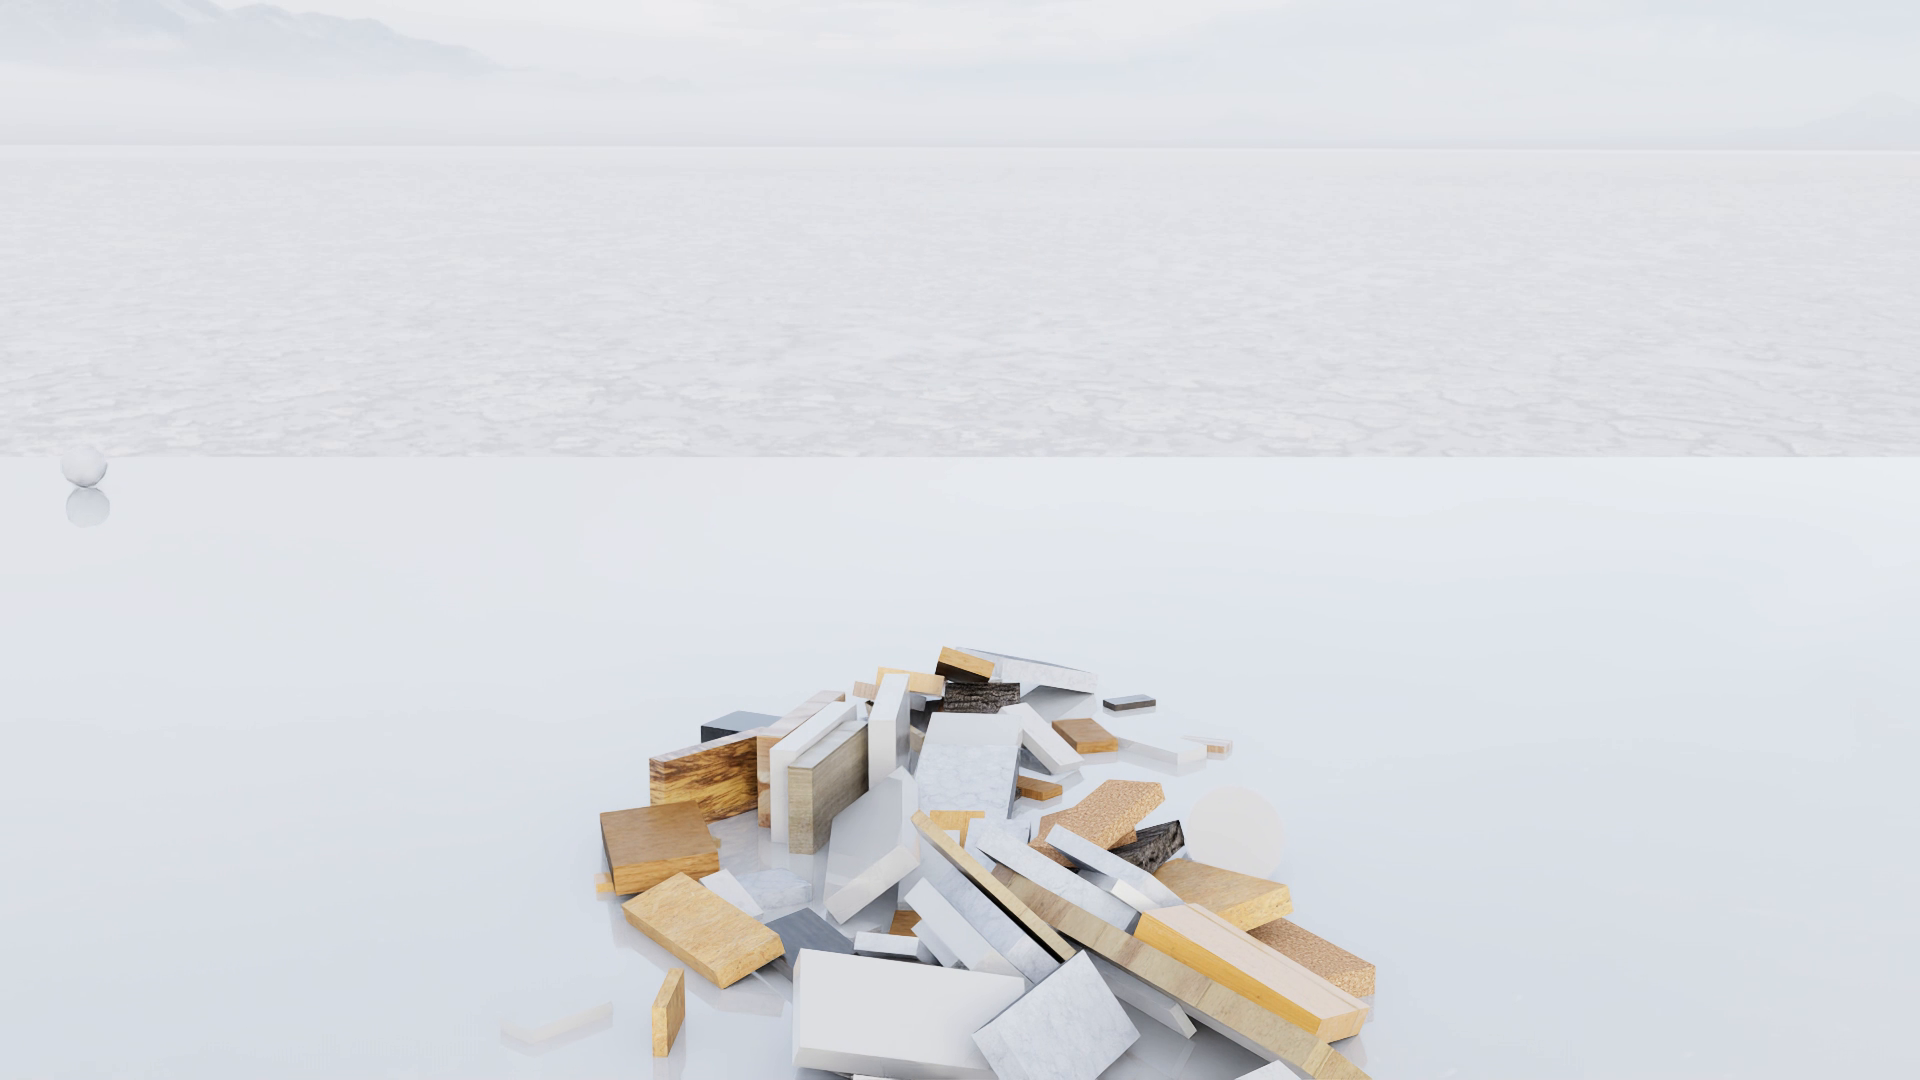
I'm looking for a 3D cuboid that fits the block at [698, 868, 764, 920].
[{"bbox_3d":[-0.369,0.578,3.543,0.054,0.015,0.108,-16,46,-39],"label":"block"}]

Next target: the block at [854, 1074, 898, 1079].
[{"bbox_3d":[-0.065,0.701,2.795,0.092,0.026,0.184,3,-14,17],"label":"block"}]

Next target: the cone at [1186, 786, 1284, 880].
[{"bbox_3d":[0.451,0.526,3.800,0.173,0.173,0.173,-2,-16,-11],"label":"cone"}]

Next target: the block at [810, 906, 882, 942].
[{"bbox_3d":[-0.202,0.614,3.483,0.142,0.020,0.071,8,13,38],"label":"block"}]

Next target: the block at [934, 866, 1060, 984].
[{"bbox_3d":[0.078,0.594,3.262,0.044,0.154,0.309,-48,21,-6],"label":"block"}]

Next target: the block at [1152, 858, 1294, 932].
[{"bbox_3d":[0.366,0.560,3.431,0.152,0.043,0.303,-16,8,-26],"label":"block"}]

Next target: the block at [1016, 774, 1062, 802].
[{"bbox_3d":[0.130,0.476,4.235,0.123,0.017,0.062,9,14,39],"label":"block"}]

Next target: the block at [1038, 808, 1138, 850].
[{"bbox_3d":[0.218,0.496,3.779,0.159,0.045,0.318,-17,-1,3],"label":"block"}]

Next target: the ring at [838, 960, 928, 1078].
[{"bbox_3d":[-0.094,0.661,3.033,0.276,0.092,0.276,3,13,-1],"label":"ring"}]

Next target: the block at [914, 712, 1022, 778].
[{"bbox_3d":[0.013,0.433,4.173,0.178,0.050,0.355,1,23,7],"label":"block"}]

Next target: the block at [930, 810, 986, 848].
[{"bbox_3d":[-0.011,0.530,3.730,0.095,0.027,0.190,0,32,5],"label":"block"}]

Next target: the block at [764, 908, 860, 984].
[{"bbox_3d":[-0.235,0.623,3.353,0.103,0.029,0.207,-18,17,-23],"label":"block"}]

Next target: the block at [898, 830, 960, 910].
[{"bbox_3d":[-0.050,0.549,3.642,0.095,0.027,0.190,0,30,3],"label":"block"}]

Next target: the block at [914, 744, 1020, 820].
[{"bbox_3d":[0.003,0.474,3.944,0.178,0.050,0.356,1,23,6],"label":"block"}]

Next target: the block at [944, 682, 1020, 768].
[{"bbox_3d":[0.043,0.383,4.442,0.155,0.044,0.310,0,26,2],"label":"block"}]

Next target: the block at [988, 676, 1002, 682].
[{"bbox_3d":[0.039,0.324,5.060,0.105,0.015,0.053,-3,11,-18],"label":"block"}]

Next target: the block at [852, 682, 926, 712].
[{"bbox_3d":[-0.150,0.336,4.726,0.112,0.032,0.223,10,-5,12],"label":"block"}]

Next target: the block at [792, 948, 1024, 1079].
[{"bbox_3d":[-0.065,0.635,2.903,0.309,0.044,0.154,10,41,-12],"label":"block"}]

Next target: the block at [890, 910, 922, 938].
[{"bbox_3d":[-0.073,0.618,3.463,0.071,0.020,0.142,1,11,4],"label":"block"}]

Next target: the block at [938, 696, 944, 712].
[{"bbox_3d":[0.028,0.391,4.620,0.155,0.044,0.311,1,11,4],"label":"block"}]

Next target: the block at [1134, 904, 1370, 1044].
[{"bbox_3d":[0.412,0.612,3.117,0.307,0.043,0.153,27,12,34],"label":"block"}]

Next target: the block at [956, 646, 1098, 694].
[{"bbox_3d":[0.148,0.291,4.922,0.310,0.044,0.155,13,-1,-44],"label":"block"}]

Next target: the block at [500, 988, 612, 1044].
[{"bbox_3d":[-0.575,0.678,3.137,0.072,0.020,0.144,9,14,41],"label":"block"}]

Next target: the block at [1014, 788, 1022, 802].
[{"bbox_3d":[0.063,0.489,4.153,0.062,0.017,0.123,8,13,23],"label":"block"}]

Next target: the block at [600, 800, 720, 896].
[{"bbox_3d":[-0.519,0.525,3.778,0.173,0.049,0.346,-7,9,-12],"label":"block"}]

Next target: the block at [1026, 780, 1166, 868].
[{"bbox_3d":[0.223,0.461,3.589,0.113,0.032,0.226,-2,23,44],"label":"block"}]

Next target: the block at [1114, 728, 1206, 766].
[{"bbox_3d":[0.410,0.423,4.502,0.088,0.025,0.175,-9,14,-41],"label":"block"}]

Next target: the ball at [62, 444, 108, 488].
[{"bbox_3d":[-3.128,-0.264,7.855,0.151,0.151,0.151,0,11,0],"label":"ball"}]

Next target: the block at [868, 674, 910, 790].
[{"bbox_3d":[-0.136,0.389,4.267,0.050,0.178,0.355,1,11,3],"label":"block"}]

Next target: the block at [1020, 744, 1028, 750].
[{"bbox_3d":[0.167,0.420,4.473,0.048,0.014,0.095,-9,14,-41],"label":"block"}]

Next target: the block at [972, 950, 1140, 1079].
[{"bbox_3d":[0.132,0.659,2.925,0.040,0.141,0.283,-38,-9,28],"label":"block"}]

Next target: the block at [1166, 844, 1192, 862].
[{"bbox_3d":[0.345,0.553,3.803,0.084,0.024,0.168,4,11,19],"label":"block"}]
